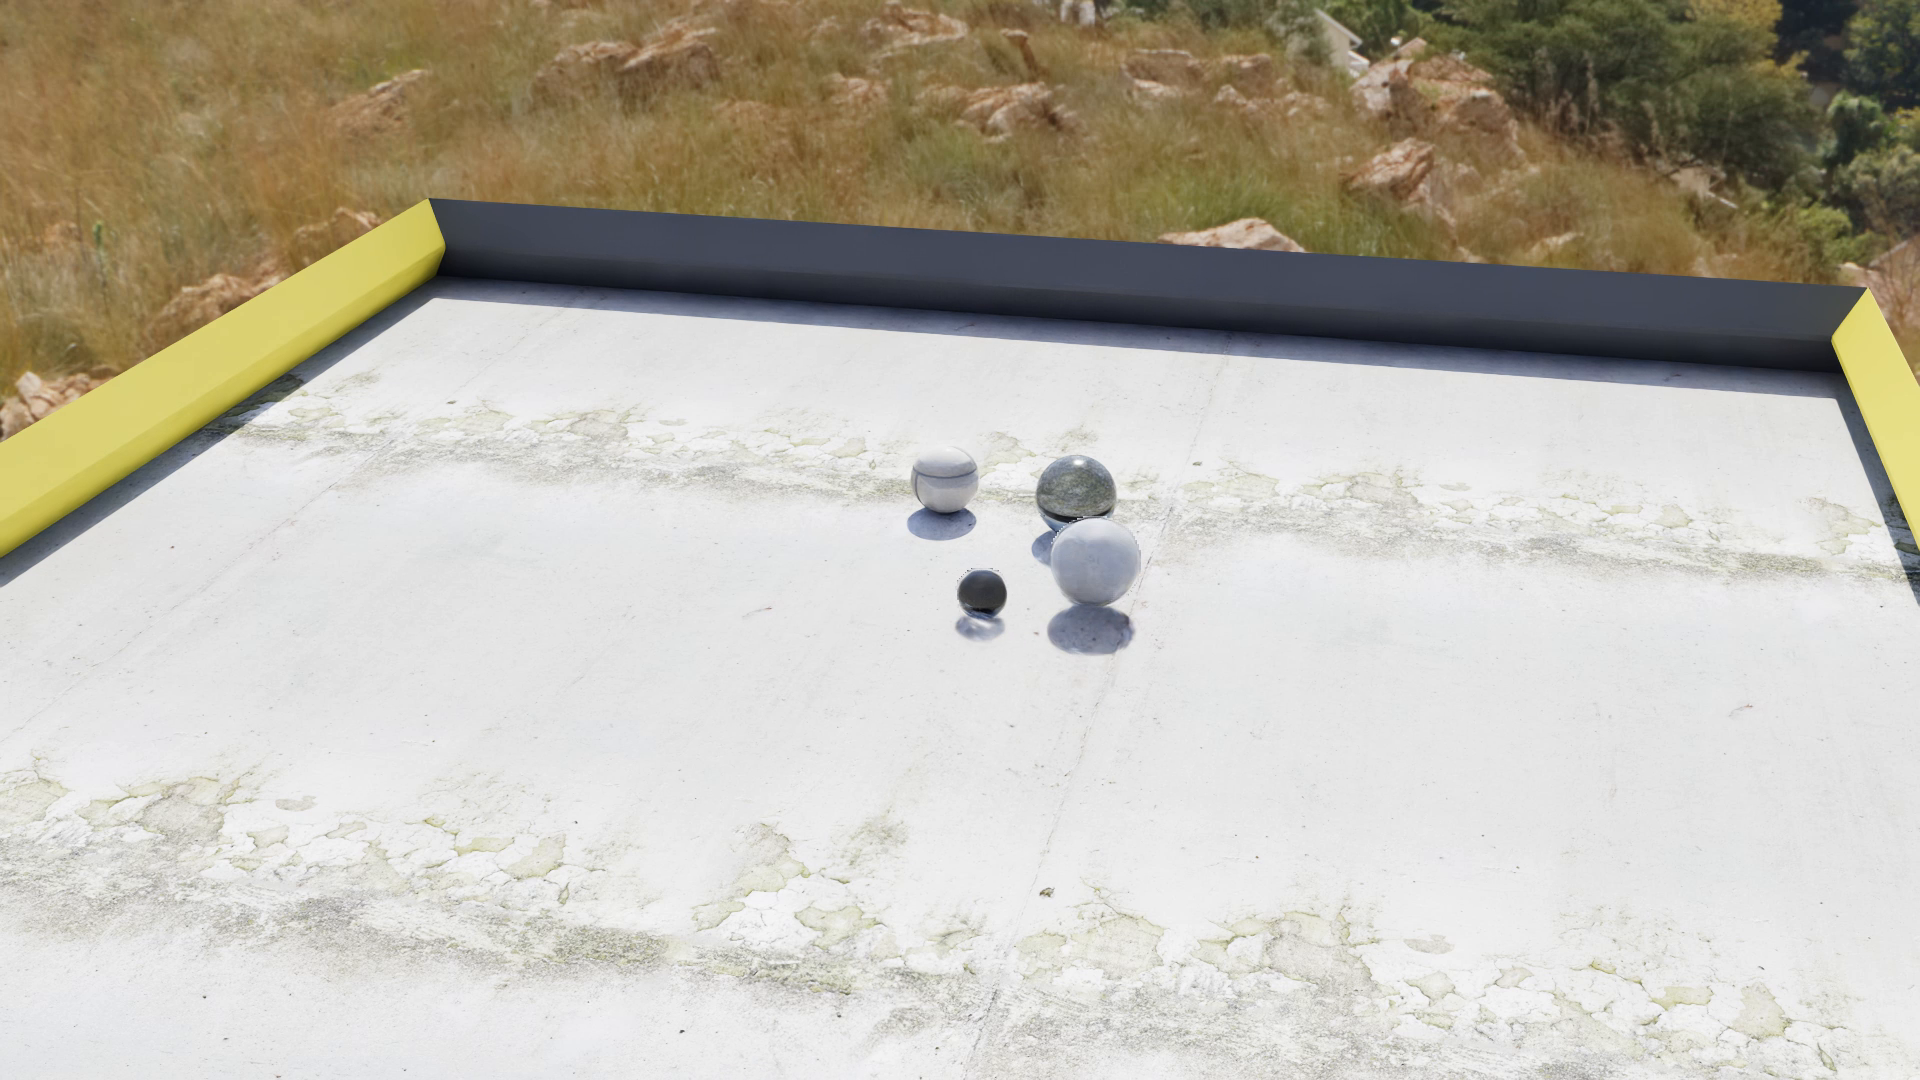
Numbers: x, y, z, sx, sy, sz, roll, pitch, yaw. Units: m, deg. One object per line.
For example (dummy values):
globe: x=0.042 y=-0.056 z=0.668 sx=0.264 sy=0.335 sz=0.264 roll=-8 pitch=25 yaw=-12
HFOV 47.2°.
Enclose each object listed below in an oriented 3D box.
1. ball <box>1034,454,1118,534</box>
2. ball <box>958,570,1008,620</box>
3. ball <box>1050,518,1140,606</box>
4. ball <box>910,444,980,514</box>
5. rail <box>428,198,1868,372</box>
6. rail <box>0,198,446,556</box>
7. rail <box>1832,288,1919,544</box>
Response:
ball: x=0.133 y=-0.050 z=2.515 sx=0.095 sy=0.095 sz=0.095 roll=0 pitch=24 yaw=0
ball: x=0.024 y=0.057 z=2.320 sx=0.053 sy=0.053 sz=0.053 roll=0 pitch=24 yaw=0
ball: x=0.143 y=0.024 z=2.325 sx=0.094 sy=0.094 sz=0.094 roll=0 pitch=24 yaw=0
ball: x=-0.018 y=-0.072 z=2.582 sx=0.082 sy=0.082 sz=0.082 roll=0 pitch=24 yaw=0
rail: x=0.199 y=-0.373 z=3.215 sx=2.123 sy=0.123 sz=0.045 roll=5 pitch=24 yaw=12
rail: x=-1.216 y=0.242 z=1.808 sx=0.045 sy=0.123 sz=3.672 roll=5 pitch=24 yaw=12
rail: x=0.807 y=0.427 z=1.384 sx=0.045 sy=0.123 sz=3.672 roll=5 pitch=24 yaw=12
